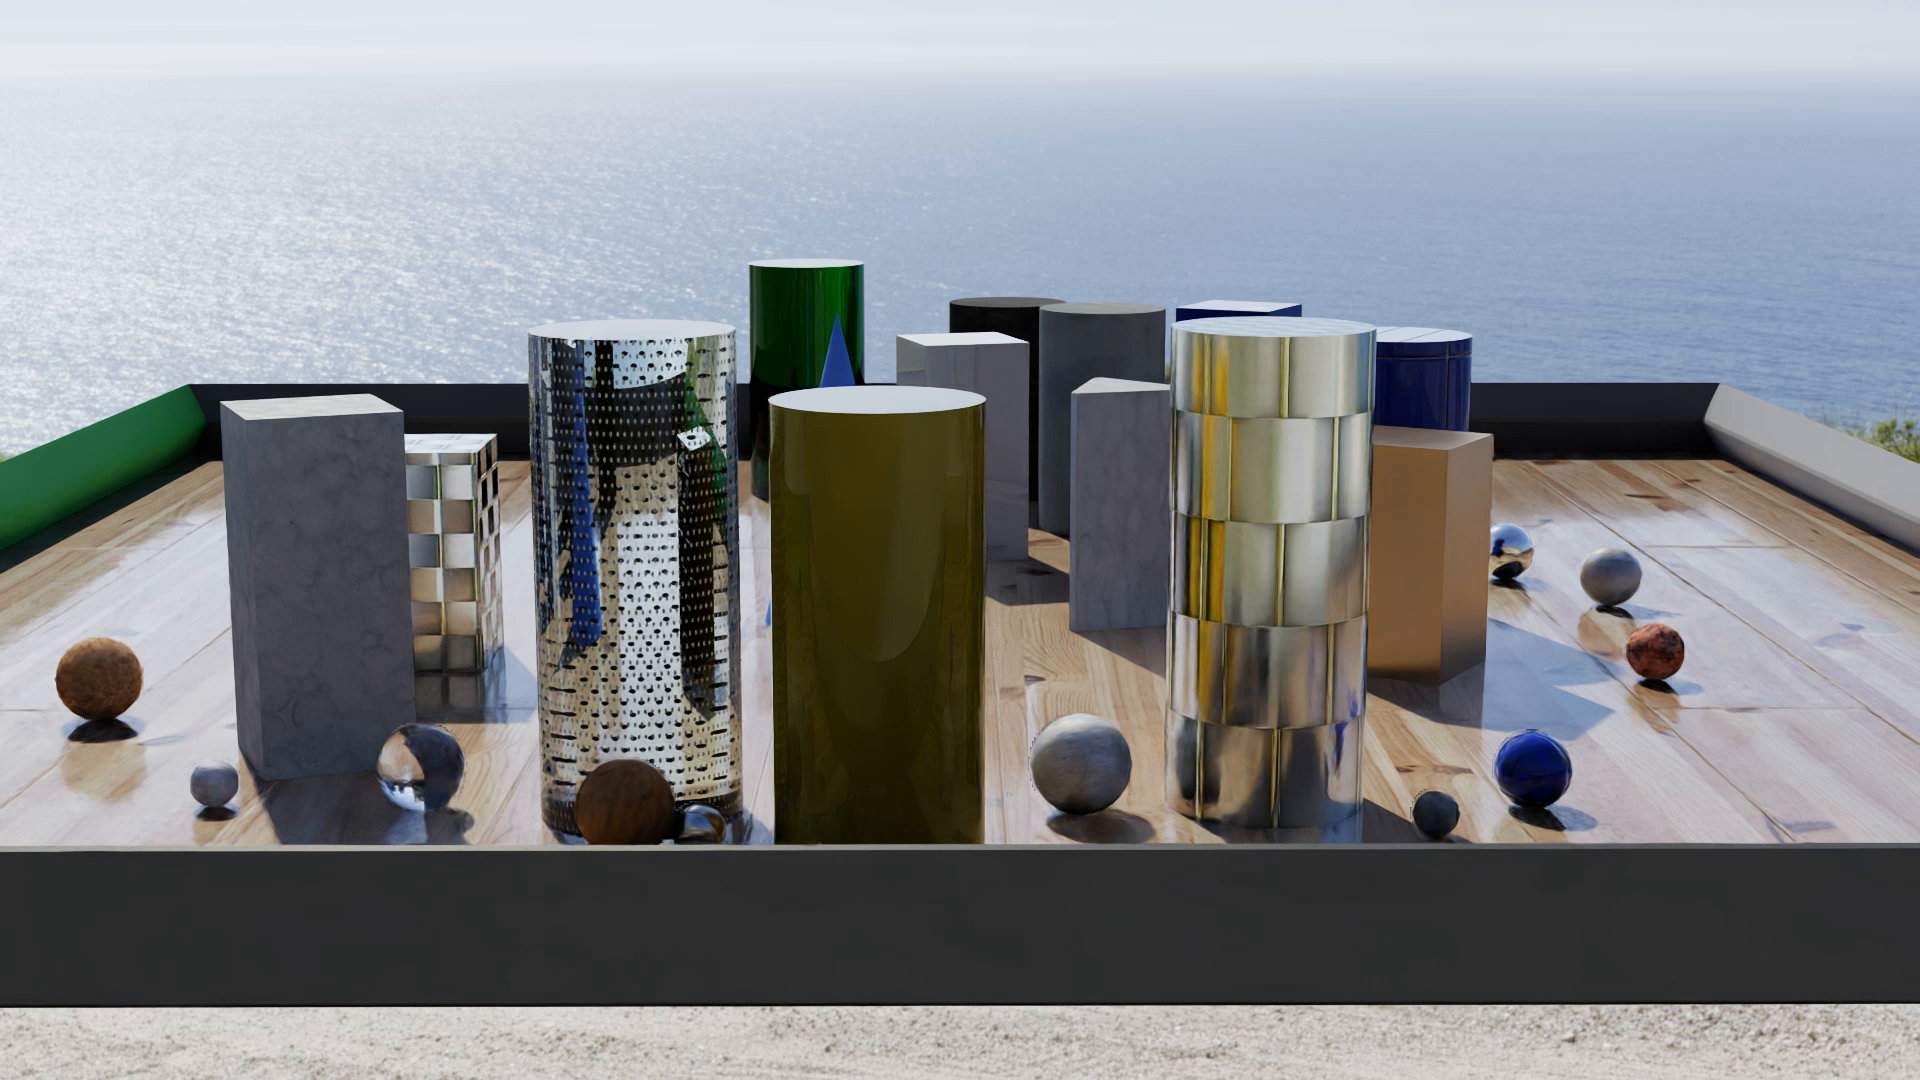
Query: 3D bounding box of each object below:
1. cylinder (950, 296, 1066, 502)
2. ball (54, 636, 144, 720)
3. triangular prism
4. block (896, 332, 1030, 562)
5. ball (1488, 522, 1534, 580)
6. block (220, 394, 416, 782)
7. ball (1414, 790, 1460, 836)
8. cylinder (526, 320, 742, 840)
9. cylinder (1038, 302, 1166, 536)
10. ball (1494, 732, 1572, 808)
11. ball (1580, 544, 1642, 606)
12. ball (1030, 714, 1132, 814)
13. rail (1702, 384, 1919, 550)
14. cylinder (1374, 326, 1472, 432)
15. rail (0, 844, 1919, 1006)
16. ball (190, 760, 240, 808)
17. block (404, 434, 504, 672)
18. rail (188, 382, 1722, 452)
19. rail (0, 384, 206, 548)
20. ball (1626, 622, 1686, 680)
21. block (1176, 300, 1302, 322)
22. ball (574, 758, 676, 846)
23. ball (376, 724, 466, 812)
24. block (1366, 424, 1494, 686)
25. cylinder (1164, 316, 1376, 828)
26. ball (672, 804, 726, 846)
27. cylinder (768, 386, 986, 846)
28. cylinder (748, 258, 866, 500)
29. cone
[{"bbox_3d":[0.081,-0.244,4.405,0.199,0.329,0.199,0,10,0],"label":"cylinder"},{"bbox_3d":[-0.969,0.156,2.888,0.094,0.094,0.094,0,10,0],"label":"ball"},{"bbox_3d":[0.207,-0.052,3.414,0.172,0.312,0.149,-3,11,-16],"label":"triangular prism"},{"bbox_3d":[0.003,-0.141,3.859,0.159,0.325,0.159,-3,11,-17],"label":"block"},{"bbox_3d":[0.783,0.016,3.683,0.080,0.080,0.080,0,10,0],"label":"ball"},{"bbox_3d":[-0.678,0.045,2.714,0.159,0.375,0.159,-5,12,-25],"label":"block"},{"bbox_3d":[0.456,0.262,2.455,0.044,0.044,0.044,0,10,0],"label":"ball"},{"bbox_3d":[-0.314,0.034,2.494,0.199,0.478,0.199,0,10,0],"label":"cylinder"},{"bbox_3d":[0.224,-0.194,4.074,0.199,0.350,0.199,0,10,0],"label":"cylinder"},{"bbox_3d":[0.569,0.228,2.546,0.076,0.076,0.076,0,10,0],"label":"ball"},{"bbox_3d":[0.888,0.048,3.501,0.083,0.083,0.083,0,10,0],"label":"ball"},{"bbox_3d":[0.119,0.220,2.524,0.099,0.099,0.099,0,10,0],"label":"ball"},{"bbox_3d":[1.436,0.032,3.457,0.045,0.129,2.946,0,10,0],"label":"rail"},{"bbox_3d":[0.582,-0.090,3.449,0.199,0.374,0.199,0,10,0],"label":"cylinder"},{"bbox_3d":[0.008,0.297,2.024,2.920,0.129,0.045,0,10,0],"label":"rail"},{"bbox_3d":[-0.742,0.242,2.551,0.047,0.047,0.047,0,10,0],"label":"ball"},{"bbox_3d":[-0.660,0.014,3.170,0.159,0.270,0.159,0,10,-1],"label":"block"},{"bbox_3d":[-0.008,-0.230,4.874,2.920,0.129,0.045,0,10,0],"label":"rail"},{"bbox_3d":[-1.436,0.035,3.441,0.045,0.129,2.946,0,10,0],"label":"rail"},{"bbox_3d":[0.834,0.134,3.077,0.069,0.069,0.069,0,10,0],"label":"ball"},{"bbox_3d":[0.459,-0.219,4.248,0.159,0.337,0.159,5,12,27],"label":"block"},{"bbox_3d":[-0.311,0.250,2.384,0.093,0.093,0.093,0,10,0],"label":"ball"},{"bbox_3d":[-0.532,0.225,2.532,0.087,0.087,0.087,0,10,0],"label":"ball"},{"bbox_3d":[0.544,0.014,3.135,0.159,0.283,0.159,6,12,30],"label":"block"},{"bbox_3d":[0.304,0.027,2.534,0.199,0.477,0.199,0,10,0],"label":"cylinder"},{"bbox_3d":[-0.243,0.271,2.387,0.051,0.051,0.051,0,10,0],"label":"ball"},{"bbox_3d":[-0.076,0.081,2.378,0.199,0.426,0.199,0,10,0],"label":"cylinder"},{"bbox_3d":[-0.262,-0.277,4.402,0.199,0.395,0.199,0,10,0],"label":"cylinder"},{"bbox_3d":[-0.160,-0.096,3.380,0.199,0.411,0.199,0,10,0],"label":"cone"}]
